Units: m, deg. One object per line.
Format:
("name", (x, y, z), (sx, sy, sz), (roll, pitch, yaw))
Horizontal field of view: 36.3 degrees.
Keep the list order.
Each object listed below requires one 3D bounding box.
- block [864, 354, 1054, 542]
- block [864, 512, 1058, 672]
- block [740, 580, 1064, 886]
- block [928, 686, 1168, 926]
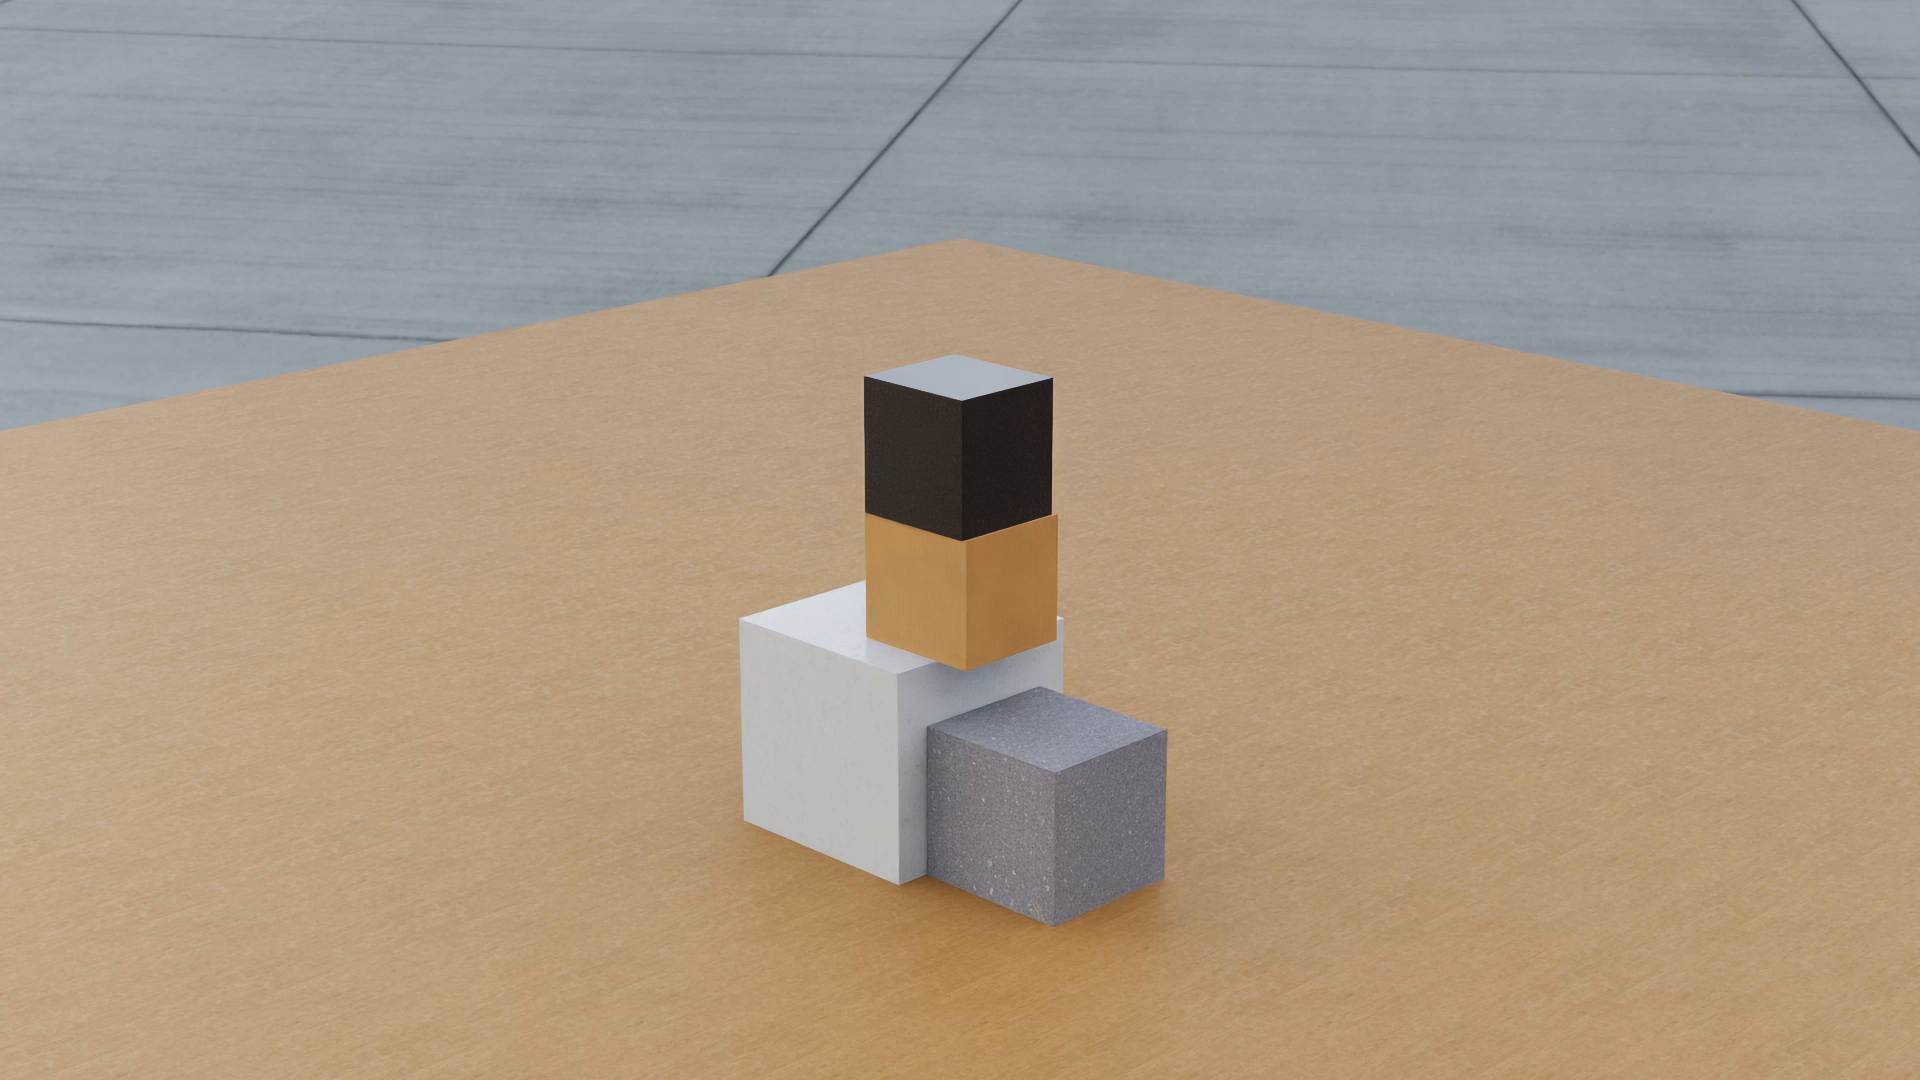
("block", (-0.007, -0.425, 13.200), (0.577, 0.639, 0.621), (-17, 24, -42))
("block", (0.006, 0.165, 13.400), (0.591, 0.606, 0.651), (-17, 24, -42))
("block", (-0.274, 0.855, 13.918), (1.083, 1.022, 1.074), (-17, 24, -42))
("block", (0.393, 1.194, 13.325), (0.740, 0.731, 0.793), (-17, 24, -42))
